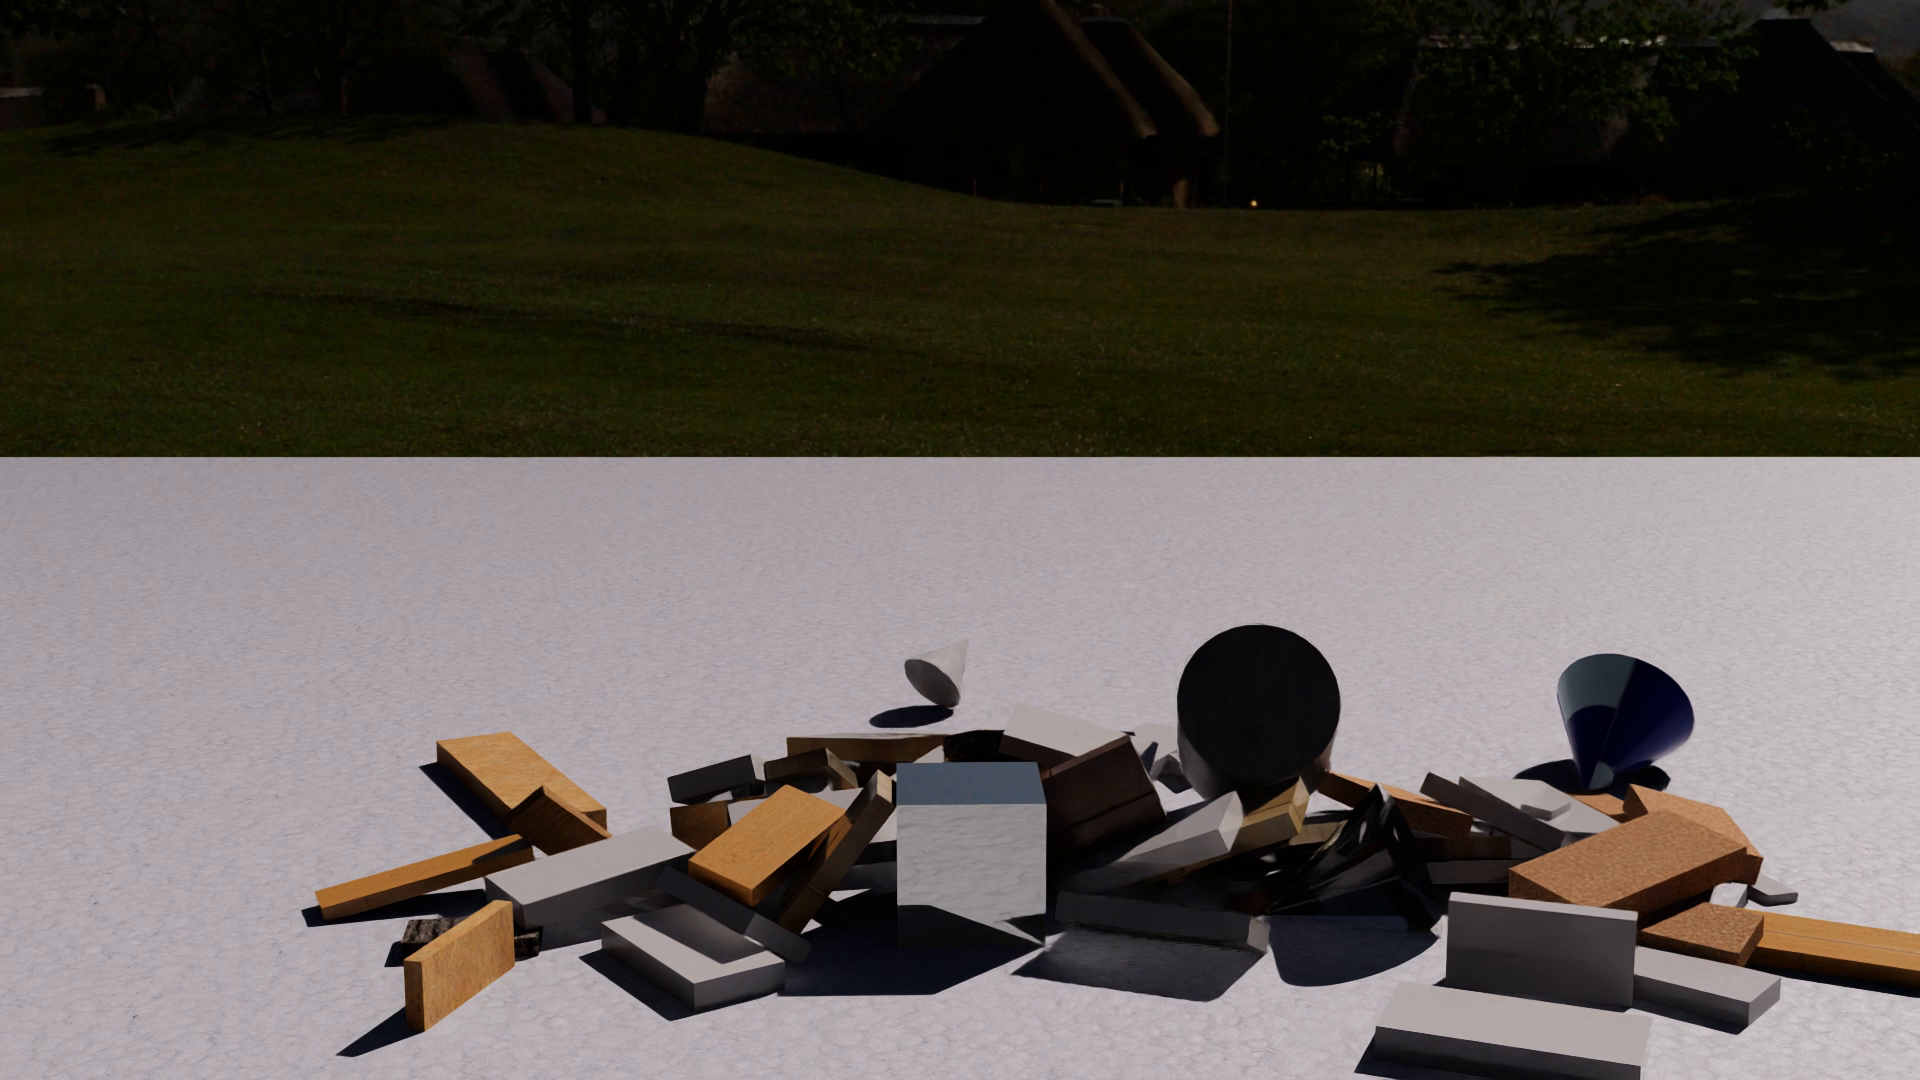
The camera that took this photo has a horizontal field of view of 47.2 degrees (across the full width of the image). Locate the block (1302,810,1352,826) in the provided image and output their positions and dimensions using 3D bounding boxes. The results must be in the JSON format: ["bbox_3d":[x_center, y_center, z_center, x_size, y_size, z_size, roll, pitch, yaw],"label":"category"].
[{"bbox_3d":[0.569,0.511,3.888,0.266,0.038,0.133,-4,-6,-21],"label":"block"}]

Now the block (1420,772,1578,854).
[{"bbox_3d":[0.935,0.481,3.760,0.275,0.039,0.137,23,-4,42],"label":"block"}]

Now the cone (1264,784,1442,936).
[{"bbox_3d":[0.601,0.557,3.531,0.256,0.256,0.256,-25,3,18],"label":"cone"}]

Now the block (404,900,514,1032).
[{"bbox_3d":[-0.731,0.620,3.222,0.029,0.103,0.259,3,11,17],"label":"block"}]

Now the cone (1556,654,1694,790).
[{"bbox_3d":[1.257,0.412,4.289,0.272,0.272,0.272,7,39,32],"label":"cone"}]

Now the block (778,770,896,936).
[{"bbox_3d":[-0.195,0.499,3.511,0.038,0.266,0.133,36,8,-8],"label":"block"}]

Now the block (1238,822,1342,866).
[{"bbox_3d":[0.580,0.513,3.730,0.220,0.031,0.110,2,-26,-44],"label":"block"}]

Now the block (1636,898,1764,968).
[{"bbox_3d":[1.090,0.594,3.390,0.256,0.036,0.128,9,24,34],"label":"block"}]

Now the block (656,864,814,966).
[{"bbox_3d":[-0.353,0.581,3.414,0.129,0.036,0.257,38,-14,-38],"label":"block"}]

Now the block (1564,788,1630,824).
[{"bbox_3d":[1.200,0.498,4.105,0.075,0.021,0.149,-3,11,-17],"label":"block"}]

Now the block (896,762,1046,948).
[{"bbox_3d":[0.015,0.500,3.522,0.231,0.231,0.231,0,11,-2],"label":"block"}]

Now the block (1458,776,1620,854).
[{"bbox_3d":[1.056,0.500,3.962,0.171,0.048,0.342,5,9,-17],"label":"block"}]

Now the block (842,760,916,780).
[{"bbox_3d":[-0.161,0.439,4.256,0.111,0.031,0.222,-1,-2,-14],"label":"block"}]

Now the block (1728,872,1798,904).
[{"bbox_3d":[1.341,0.581,3.676,0.056,0.016,0.112,-3,11,-16],"label":"block"}]

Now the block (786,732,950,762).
[{"bbox_3d":[-0.180,0.403,4.289,0.153,0.043,0.307,0,-3,-44],"label":"block"}]

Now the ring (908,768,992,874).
[{"bbox_3d":[0.081,0.487,3.883,0.384,0.128,0.384,1,12,0],"label":"ring"}]

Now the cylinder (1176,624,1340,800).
[{"bbox_3d":[0.522,0.323,3.878,0.277,0.277,0.277,1,-20,6],"label":"cylinder"}]

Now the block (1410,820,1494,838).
[{"bbox_3d":[0.885,0.522,3.978,0.149,0.021,0.075,4,11,19],"label":"block"}]

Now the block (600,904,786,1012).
[{"bbox_3d":[-0.408,0.630,3.338,0.152,0.043,0.304,-7,13,-34],"label":"block"}]

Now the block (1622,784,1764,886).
[{"bbox_3d":[1.267,0.507,3.821,0.171,0.048,0.342,15,9,6],"label":"block"}]

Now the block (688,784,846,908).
[{"bbox_3d":[-0.311,0.496,3.591,0.129,0.036,0.257,19,33,28],"label":"block"}]

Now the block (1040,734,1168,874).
[{"bbox_3d":[0.176,0.456,3.660,0.303,0.152,0.043,-25,9,5],"label":"block"}]

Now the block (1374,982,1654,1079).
[{"bbox_3d":[0.762,0.685,3.022,0.348,0.049,0.174,4,11,22],"label":"block"}]

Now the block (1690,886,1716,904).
[{"bbox_3d":[1.178,0.566,3.528,0.056,0.112,0.016,13,-26,31],"label":"block"}]

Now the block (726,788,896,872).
[{"bbox_3d":[-0.226,0.487,3.695,0.312,0.043,0.153,-5,30,-12],"label":"block"}]

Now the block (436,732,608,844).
[{"bbox_3d":[-0.848,0.467,4.212,0.152,0.043,0.593,-6,12,-28],"label":"block"}]

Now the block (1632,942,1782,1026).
[{"bbox_3d":[1.061,0.650,3.248,0.256,0.036,0.128,9,14,39],"label":"block"}]

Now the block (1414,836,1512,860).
[{"bbox_3d":[0.806,0.528,3.750,0.250,0.035,0.125,-3,-9,8],"label":"block"}]

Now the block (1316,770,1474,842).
[{"bbox_3d":[0.756,0.463,3.869,0.152,0.043,0.494,14,-2,-2],"label":"block"}]

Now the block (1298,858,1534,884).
[{"bbox_3d":[0.787,0.554,3.670,0.426,0.035,0.125,-1,-7,-4],"label":"block"}]

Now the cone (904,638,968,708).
[{"bbox_3d":[-0.021,0.266,4.856,0.147,0.147,0.147,9,47,40],"label":"cone"}]

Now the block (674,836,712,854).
[{"bbox_3d":[-0.483,0.537,3.691,0.207,0.029,0.104,4,21,19],"label":"block"}]

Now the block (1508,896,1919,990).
[{"bbox_3d":[1.173,0.609,3.431,0.624,0.031,0.110,5,22,26],"label":"block"}]
